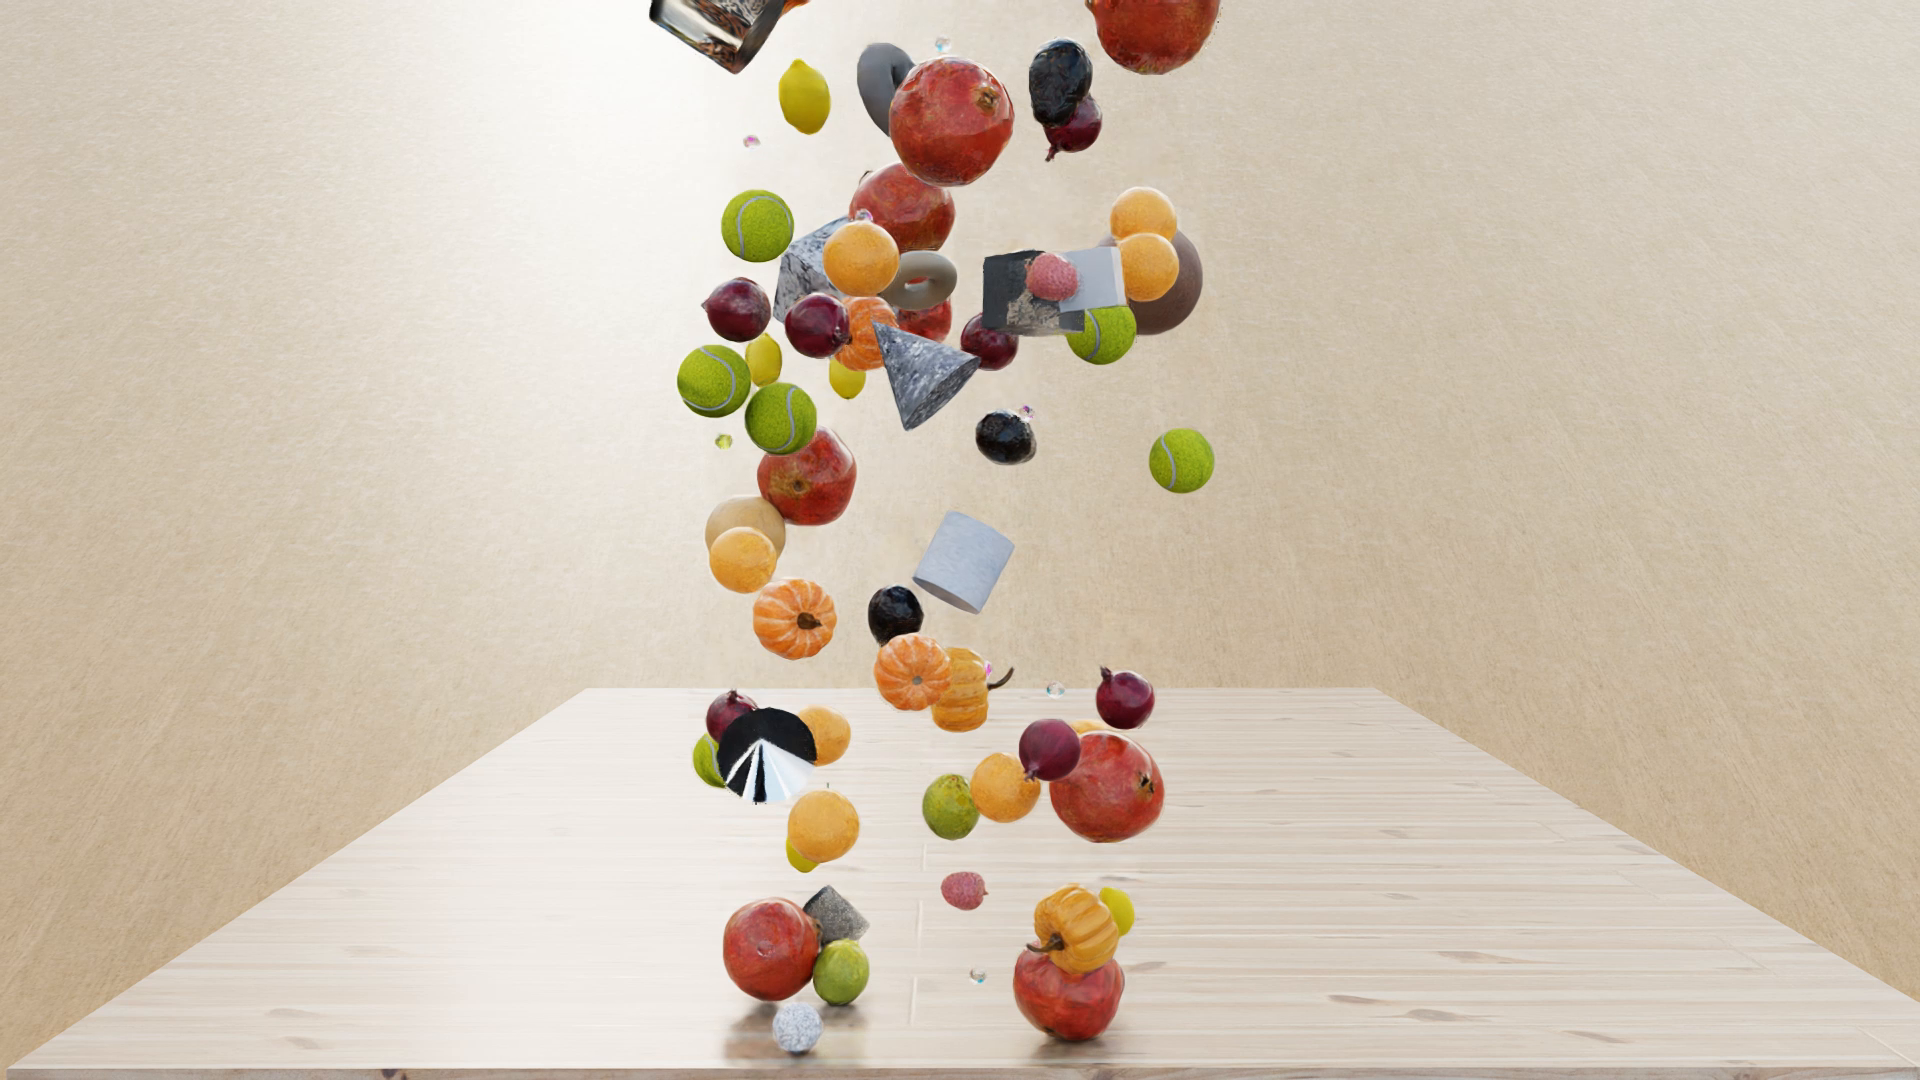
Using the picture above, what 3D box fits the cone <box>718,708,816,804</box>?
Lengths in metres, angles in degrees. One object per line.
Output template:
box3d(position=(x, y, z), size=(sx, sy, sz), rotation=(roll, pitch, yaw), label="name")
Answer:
box3d(position=(-0.197, 0.202, 2.567), size=(0.097, 0.097, 0.097), rotation=(-4, 12, -9), label="cone")

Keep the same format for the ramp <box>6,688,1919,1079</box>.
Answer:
box3d(position=(0.055, 0.499, 4.546), size=(2.000, 0.100, 4.000), rotation=(0, 2, 0), label="ramp")

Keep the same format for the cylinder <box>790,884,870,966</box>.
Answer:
box3d(position=(-0.149, 0.441, 2.955), size=(0.065, 0.065, 0.065), rotation=(43, 38, 12), label="cylinder")

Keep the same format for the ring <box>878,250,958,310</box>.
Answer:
box3d(position=(-0.044, -0.270, 2.682), size=(0.084, 0.084, 0.028), rotation=(-5, 58, -11), label="ring")

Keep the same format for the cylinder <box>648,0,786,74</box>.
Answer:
box3d(position=(-0.210, -0.465, 2.241), size=(0.087, 0.087, 0.087), rotation=(33, 29, 2), label="cylinder")

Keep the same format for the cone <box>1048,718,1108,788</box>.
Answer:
box3d(position=(0.128, 0.239, 2.998), size=(0.072, 0.072, 0.072), rotation=(-8, 62, -18), label="cone")

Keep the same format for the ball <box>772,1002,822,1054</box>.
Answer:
box3d(position=(-0.164, 0.494, 2.606), size=(0.052, 0.052, 0.052), rotation=(0, 24, 0), label="ball")

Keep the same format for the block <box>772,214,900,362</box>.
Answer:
box3d(position=(-0.127, -0.267, 2.728), size=(0.094, 0.094, 0.094), rotation=(38, 48, 22), label="block")

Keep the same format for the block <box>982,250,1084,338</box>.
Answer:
box3d(position=(0.067, -0.224, 2.352), size=(0.066, 0.066, 0.066), rotation=(5, -4, -42), label="block")

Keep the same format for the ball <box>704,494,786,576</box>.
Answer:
box3d(position=(-0.239, -0.006, 2.869), size=(0.091, 0.091, 0.091), rotation=(0, 24, 0), label="ball")

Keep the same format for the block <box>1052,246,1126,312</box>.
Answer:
box3d(position=(0.115, -0.230, 2.276), size=(0.052, 0.052, 0.052), rotation=(-7, 4, 12), label="block")

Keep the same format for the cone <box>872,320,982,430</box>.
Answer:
box3d(position=(-0.049, -0.168, 2.361), size=(0.097, 0.097, 0.097), rotation=(46, 38, 8), label="cone")

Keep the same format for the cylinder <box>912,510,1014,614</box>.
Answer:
box3d(position=(0.003, 0.024, 2.748), size=(0.082, 0.082, 0.082), rotation=(27, -10, 5), label="cylinder")
